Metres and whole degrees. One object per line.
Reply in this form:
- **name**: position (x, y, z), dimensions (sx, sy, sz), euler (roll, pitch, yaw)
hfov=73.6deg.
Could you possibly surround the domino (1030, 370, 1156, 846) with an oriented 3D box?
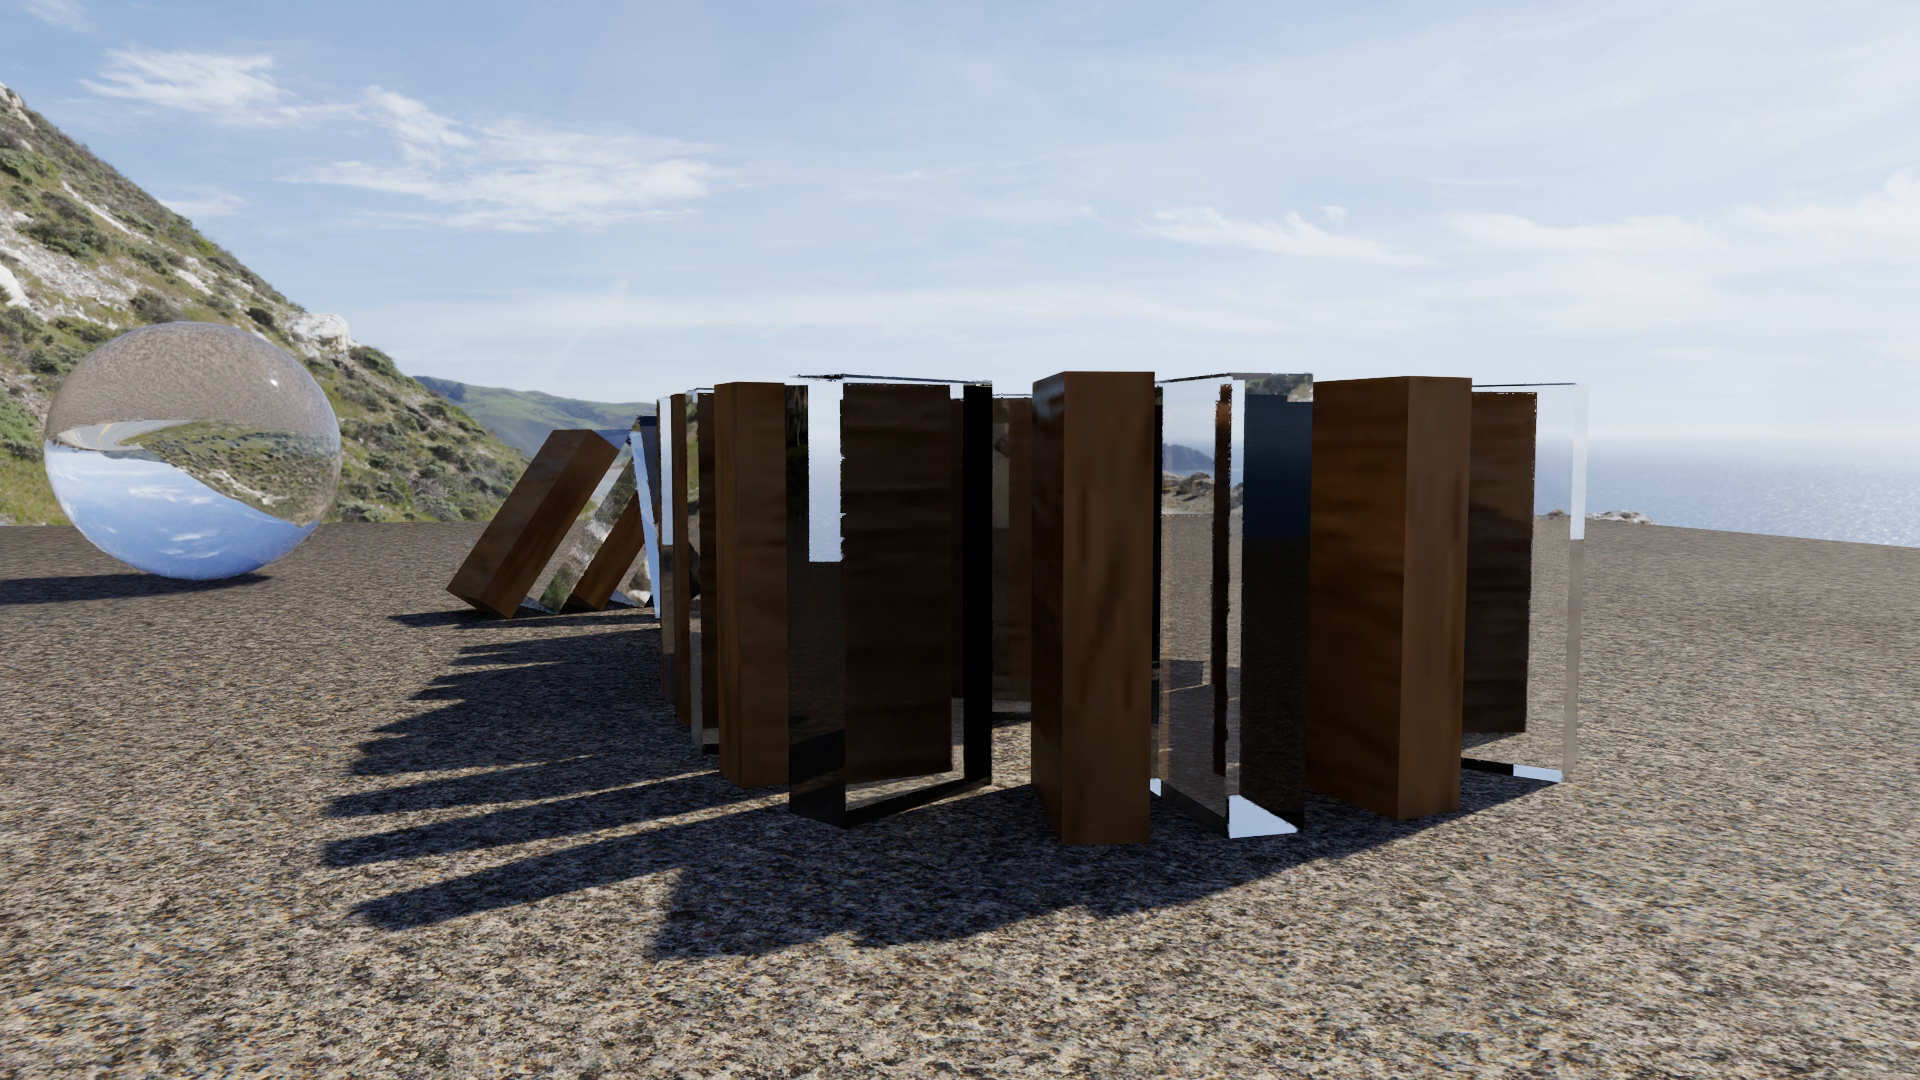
- **domino**: position (0.015, 0.007, 0.147), dimensions (0.009, 0.050, 0.025), euler (0, 4, -4)

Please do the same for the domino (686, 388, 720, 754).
- **domino**: position (-0.025, 0.004, 0.183), dimensions (0.025, 0.050, 0.009), euler (-2, 5, -21)

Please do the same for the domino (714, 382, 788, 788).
- **domino**: position (-0.018, 0.005, 0.167), dimensions (0.025, 0.050, 0.010), euler (-2, 5, -28)

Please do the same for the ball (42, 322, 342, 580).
- **ball**: position (-0.236, -0.027, 0.399), dimensions (0.080, 0.080, 0.080), euler (0, 4, 0)

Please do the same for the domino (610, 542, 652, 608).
- **domino**: position (-0.082, -0.007, 0.349), dimensions (0.009, 0.050, 0.025), euler (40, -21, -33)

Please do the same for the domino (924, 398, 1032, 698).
- **domino**: position (0.001, 0.001, 0.220), dimensions (0.025, 0.050, 0.009), euler (1, 4, 11)

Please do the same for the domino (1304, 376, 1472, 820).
- **domino**: position (0.048, 0.006, 0.157), dimensions (0.010, 0.050, 0.025), euler (-2, 5, -25)

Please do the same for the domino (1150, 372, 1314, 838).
- **domino**: position (0.030, 0.006, 0.150), dimensions (0.010, 0.050, 0.025), euler (-1, 4, -15)

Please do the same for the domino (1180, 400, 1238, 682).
- **domino**: position (0.047, 0.000, 0.240), dimensions (0.009, 0.050, 0.025), euler (1, 4, 11)

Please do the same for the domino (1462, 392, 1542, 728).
- **domino**: position (0.073, 0.003, 0.195), dimensions (0.025, 0.050, 0.010), euler (0, 4, -3)

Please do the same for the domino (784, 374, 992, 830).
- **domino**: position (-0.008, 0.006, 0.152), dimensions (0.009, 0.050, 0.025), euler (4, 6, 42)

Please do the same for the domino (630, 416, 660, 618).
- **domino**: position (-0.066, -0.006, 0.323), dimensions (0.025, 0.050, 0.009), euler (-2, -19, -29)

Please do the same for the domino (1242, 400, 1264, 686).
- **domino**: position (0.064, 0.000, 0.229), dimensions (0.025, 0.050, 0.009), euler (-3, 5, -30)

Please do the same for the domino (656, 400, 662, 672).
- **domino**: position (-0.043, 0.000, 0.229), dimensions (0.009, 0.050, 0.025), euler (1, 4, 15)

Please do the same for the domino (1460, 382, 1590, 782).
- **domino**: position (0.068, 0.005, 0.171), dimensions (0.025, 0.050, 0.010), euler (3, 5, 35)

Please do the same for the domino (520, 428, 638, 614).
- **domino**: position (-0.100, -0.006, 0.334), dimensions (0.009, 0.050, 0.025), euler (40, -21, -33)

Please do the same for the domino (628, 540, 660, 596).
- **domino**: position (-0.067, -0.003, 0.359), dimensions (0.050, 0.009, 0.025), euler (-43, 29, -26)

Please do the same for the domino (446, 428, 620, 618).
- **domino**: position (-0.109, -0.005, 0.326), dimensions (0.010, 0.050, 0.025), euler (40, -21, -33)

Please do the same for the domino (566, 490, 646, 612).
- **domino**: position (-0.091, -0.006, 0.341), dimensions (0.010, 0.050, 0.025), euler (40, -21, -33)

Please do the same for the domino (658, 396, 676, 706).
- **domino**: position (-0.036, 0.001, 0.214), dimensions (0.025, 0.050, 0.009), euler (-3, 5, -34)

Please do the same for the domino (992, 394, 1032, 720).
- **domino**: position (0.000, 0.002, 0.201), dimensions (0.025, 0.050, 0.009), euler (0, 4, 0)

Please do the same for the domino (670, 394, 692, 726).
- **domino**: position (-0.032, 0.002, 0.201), dimensions (0.025, 0.050, 0.010), euler (-1, 5, -19)
